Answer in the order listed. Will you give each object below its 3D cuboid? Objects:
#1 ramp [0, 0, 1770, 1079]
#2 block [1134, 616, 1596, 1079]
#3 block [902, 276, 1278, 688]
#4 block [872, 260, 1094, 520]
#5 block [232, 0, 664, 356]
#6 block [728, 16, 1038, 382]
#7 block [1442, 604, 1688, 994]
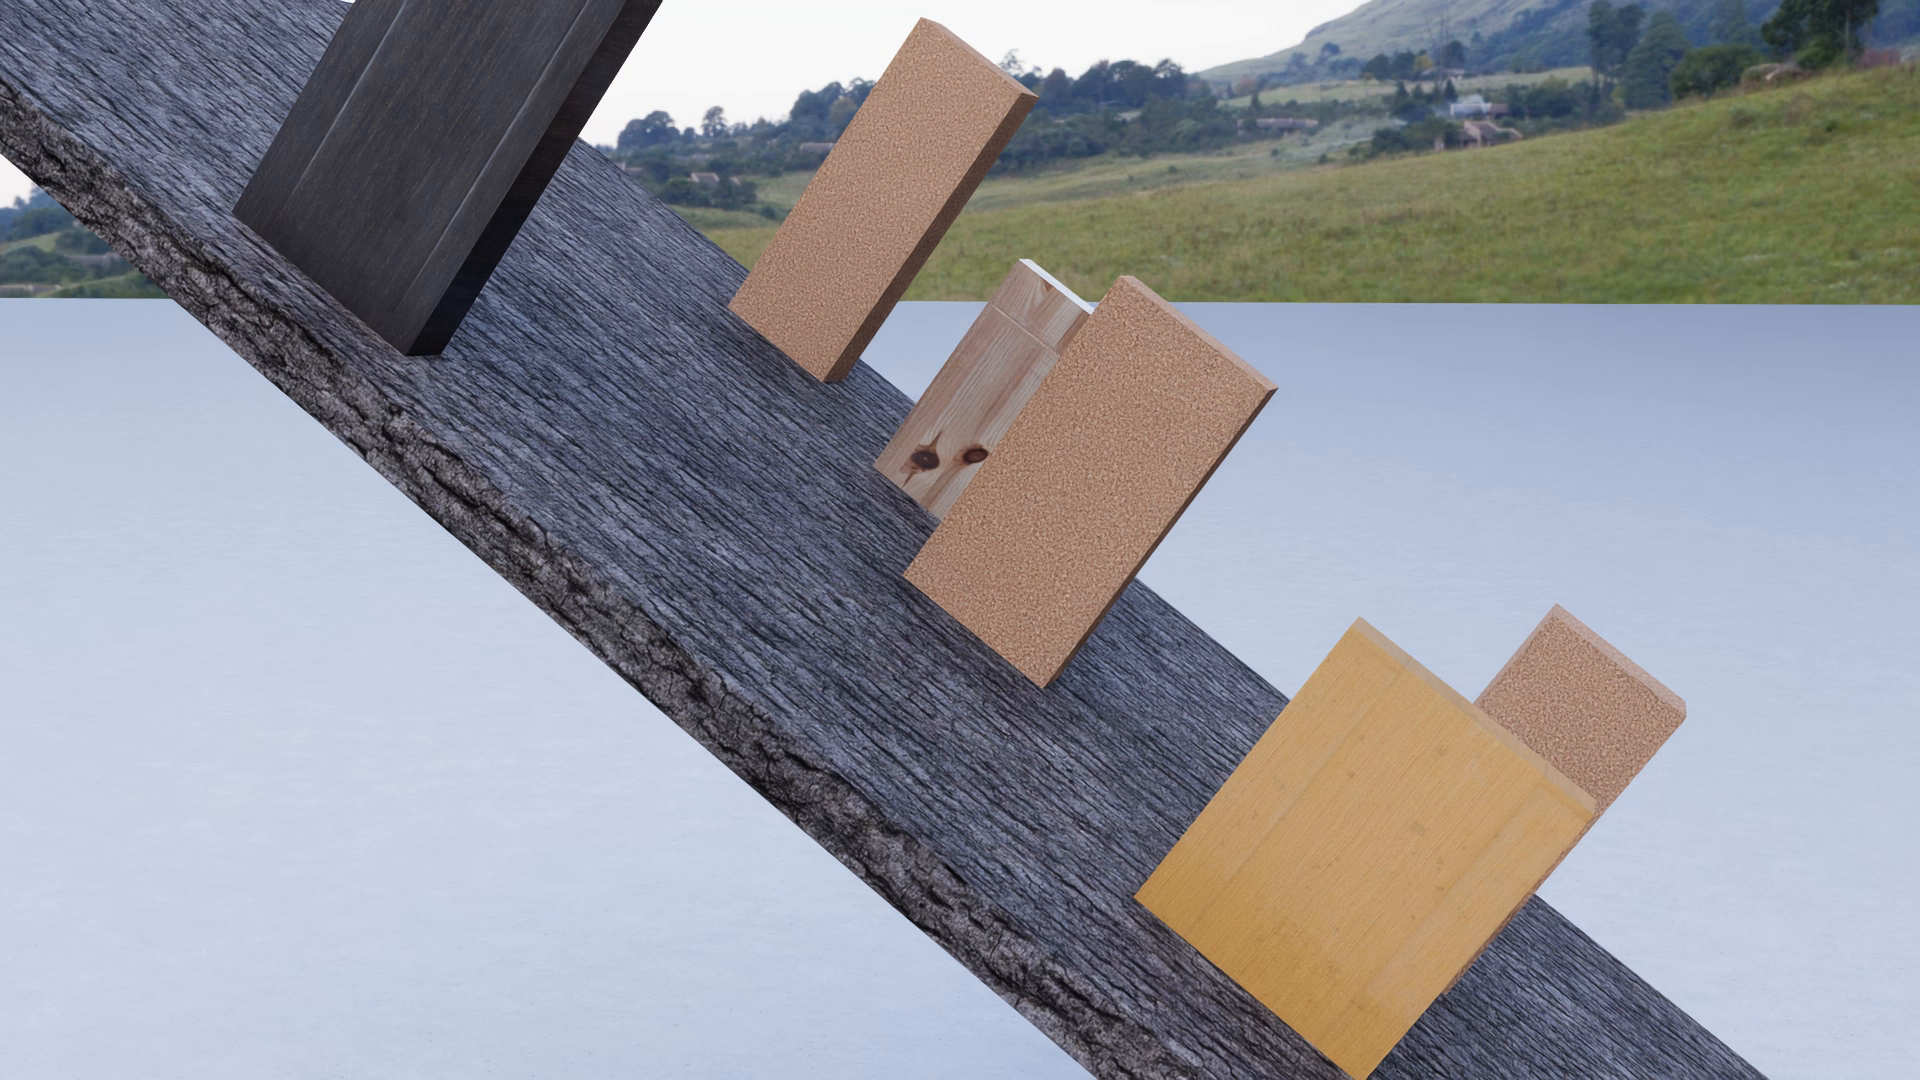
[{"bbox_3d":[-0.063,0.126,4.069,4.000,0.100,2.000,39,16,9],"label":"ramp"},{"bbox_3d":[0.600,0.464,3.296,0.435,0.541,0.097,39,16,9],"label":"block"},{"bbox_3d":[0.227,-0.101,3.908,0.327,0.669,0.107,39,16,9],"label":"block"},{"bbox_3d":[0.149,-0.220,4.375,0.435,0.514,0.085,39,16,9],"label":"block"},{"bbox_3d":[-0.778,-0.689,3.376,0.375,0.730,0.108,39,16,9],"label":"block"},{"bbox_3d":[-0.169,-0.722,4.721,0.271,0.749,0.141,39,16,9],"label":"block"},{"bbox_3d":[0.953,0.455,3.870,0.276,0.646,0.146,39,16,9],"label":"block"}]
